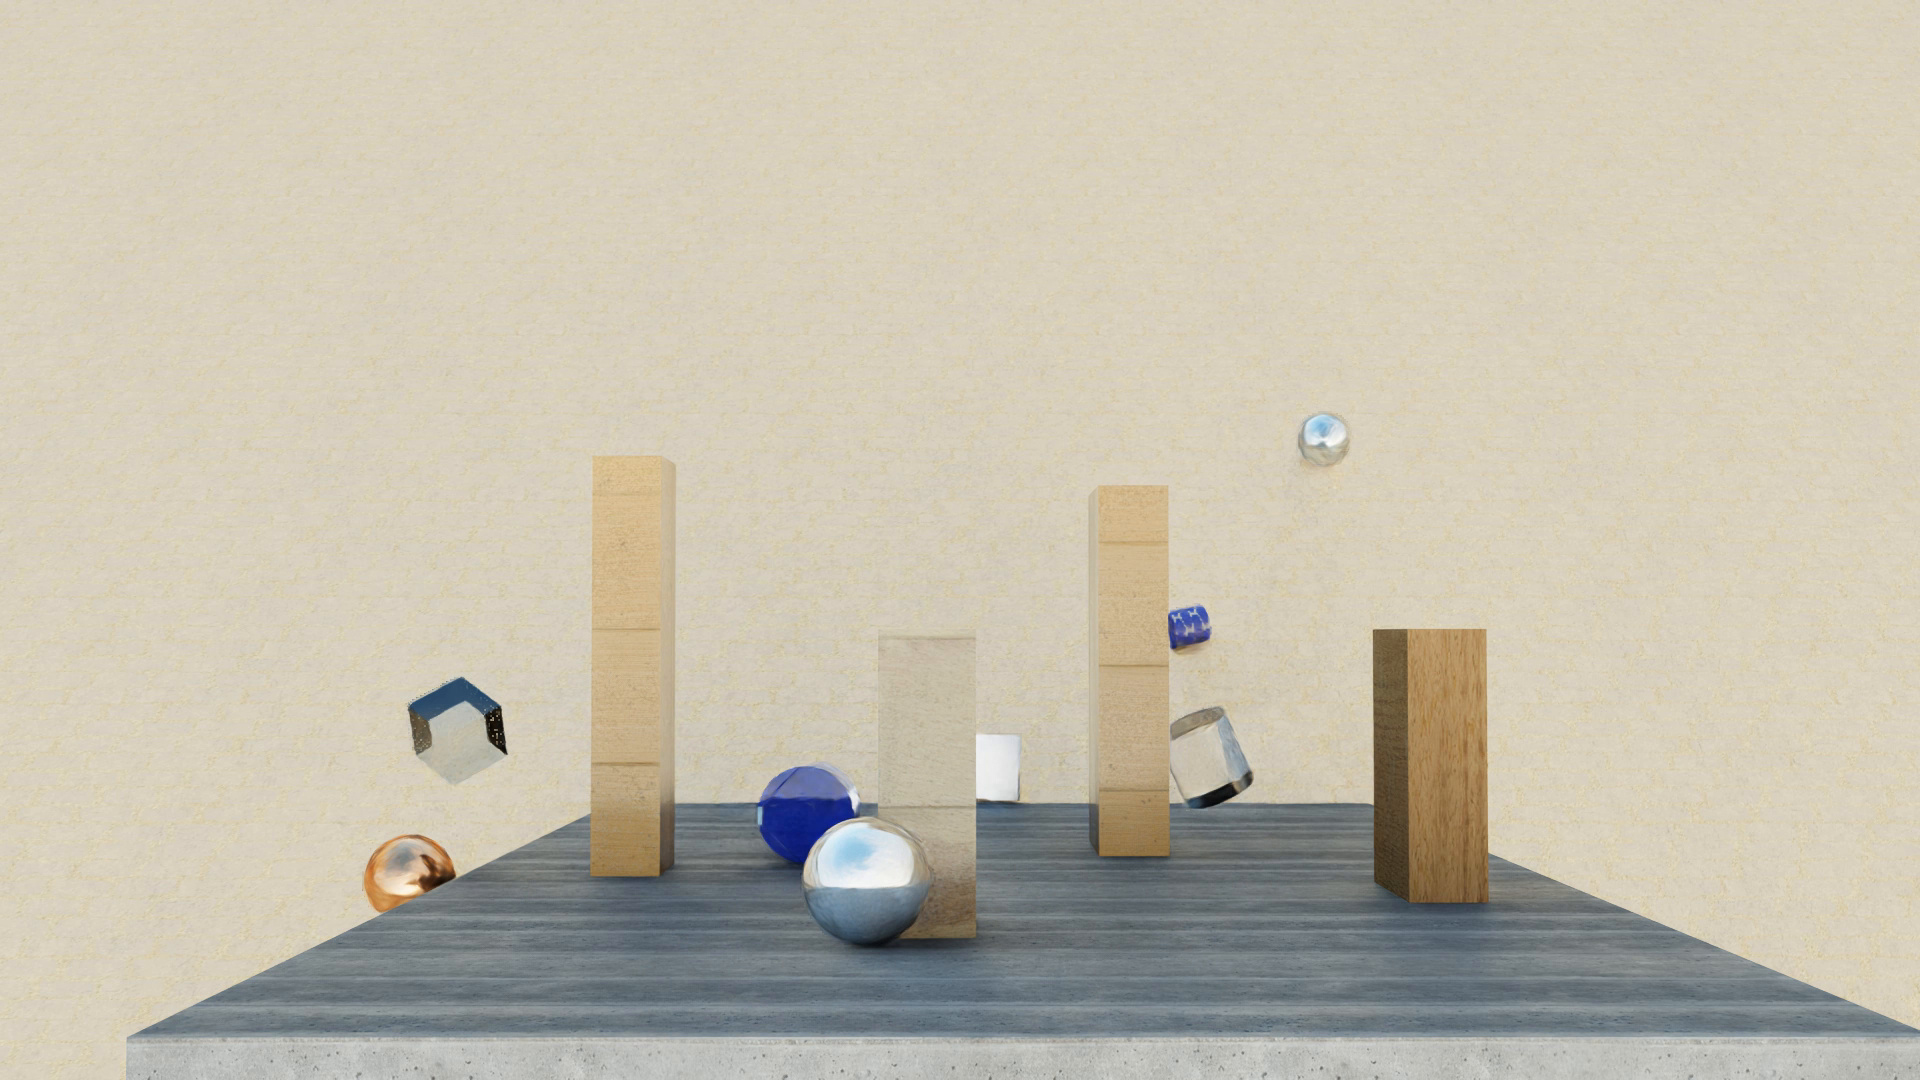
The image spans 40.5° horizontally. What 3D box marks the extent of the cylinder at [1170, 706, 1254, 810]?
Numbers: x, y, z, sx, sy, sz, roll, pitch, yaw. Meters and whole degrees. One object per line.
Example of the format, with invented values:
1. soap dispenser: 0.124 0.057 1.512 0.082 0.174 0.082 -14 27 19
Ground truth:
1. cylinder: 0.575 0.510 6.091 0.176 0.176 0.176 -24 11 5

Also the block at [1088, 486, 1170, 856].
1. block: 0.350 0.270 5.433 0.141 0.746 0.402 0 -2 0

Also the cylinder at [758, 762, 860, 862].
1. cylinder: -0.299 0.539 5.162 0.188 0.188 0.188 1 -2 2

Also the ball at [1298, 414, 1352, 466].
1. ball: 1.158 -0.319 8.266 0.170 0.170 0.170 0 36 0

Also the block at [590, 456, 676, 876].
1. block: -0.617 0.236 4.930 0.127 0.777 0.251 0 -2 0

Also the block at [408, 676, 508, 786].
1. block: -1.370 0.521 7.093 0.179 0.179 0.179 -30 45 -35

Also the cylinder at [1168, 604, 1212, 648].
1. cylinder: 0.656 0.251 7.527 0.107 0.107 0.107 -12 38 -16

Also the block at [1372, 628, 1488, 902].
1. block: 0.812 0.382 4.504 0.132 0.454 0.366 0 -2 0

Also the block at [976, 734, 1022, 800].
1. block: 0.074 0.606 6.921 0.170 0.170 0.170 1 -5 3

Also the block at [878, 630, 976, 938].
1. block: -0.049 0.362 3.950 0.144 0.453 0.254 0 -2 0

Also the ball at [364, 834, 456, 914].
1. ball: -1.072 0.662 5.066 0.175 0.175 0.175 0 36 0

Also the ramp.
1. ramp: 0.079 0.672 4.868 2.000 0.100 4.000 0 -2 0

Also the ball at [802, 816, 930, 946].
1. ball: -0.135 0.489 3.727 0.183 0.183 0.183 0 36 0
